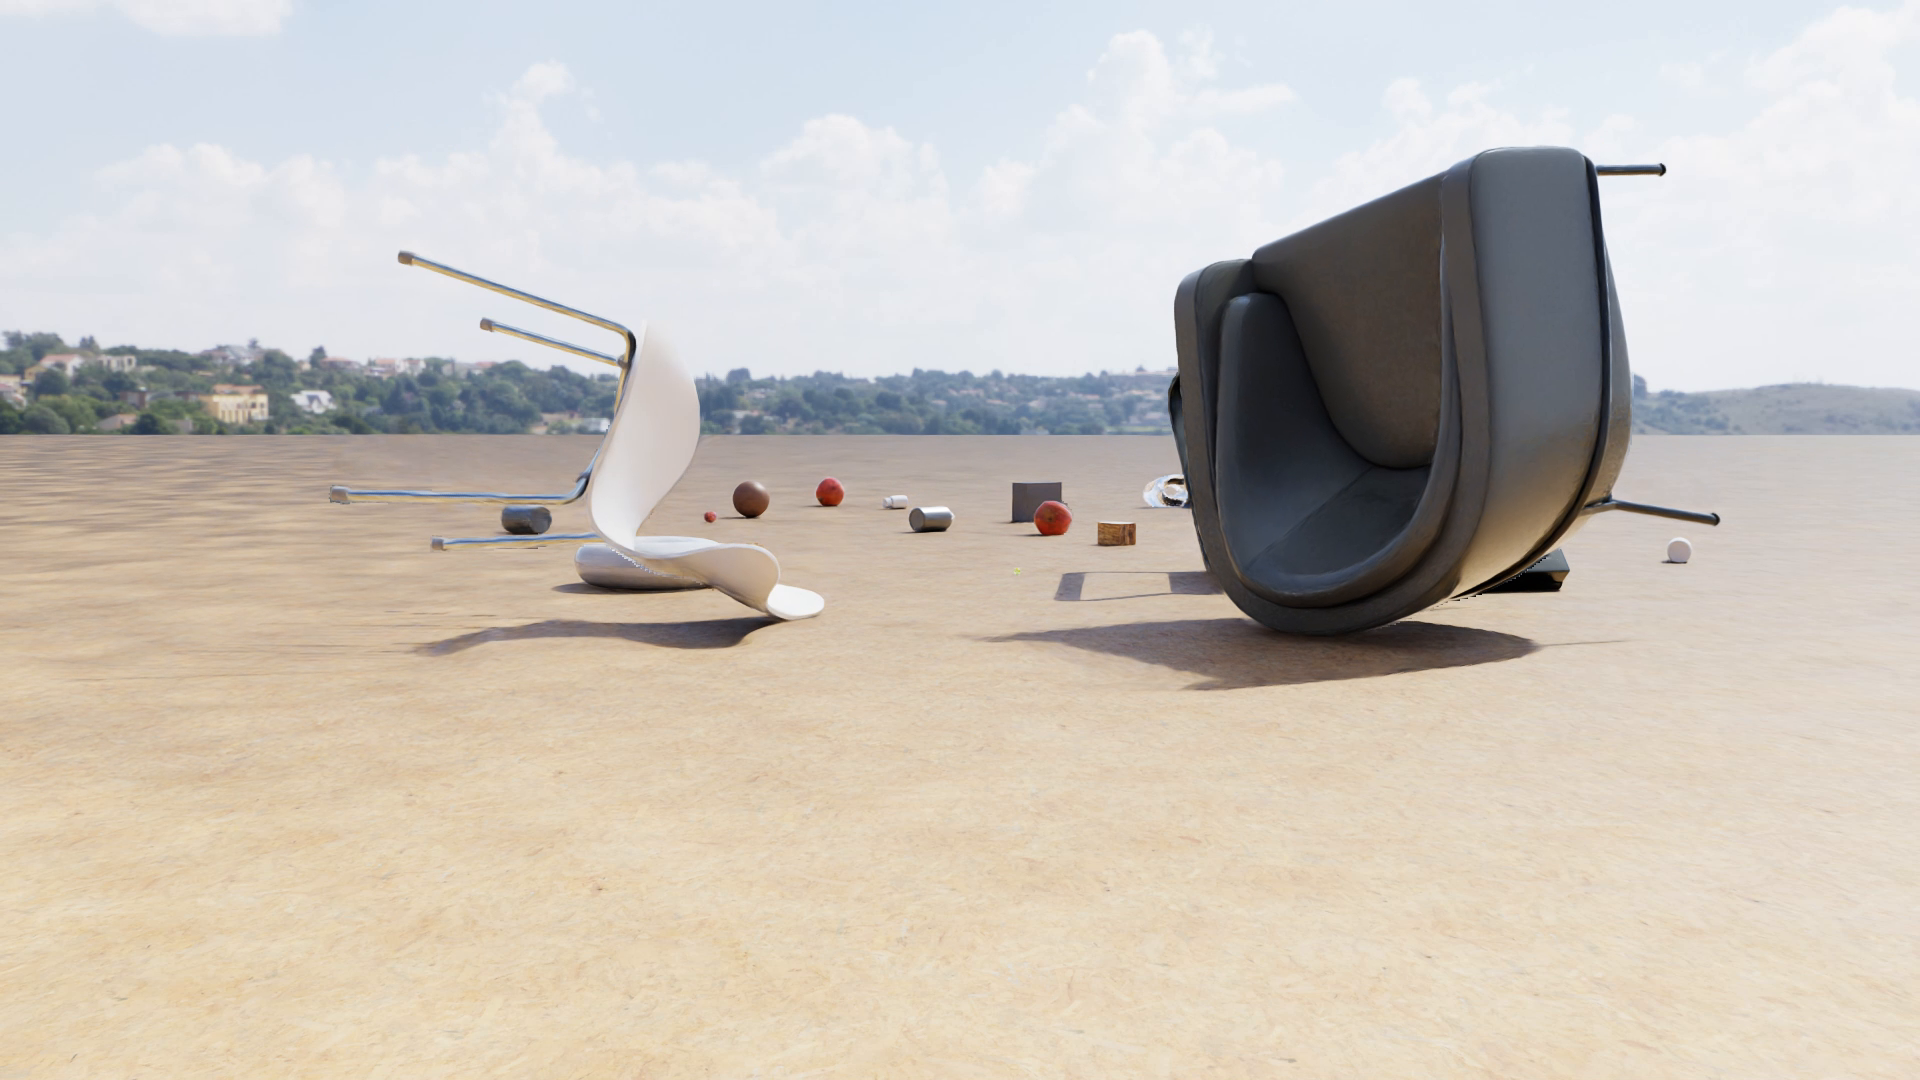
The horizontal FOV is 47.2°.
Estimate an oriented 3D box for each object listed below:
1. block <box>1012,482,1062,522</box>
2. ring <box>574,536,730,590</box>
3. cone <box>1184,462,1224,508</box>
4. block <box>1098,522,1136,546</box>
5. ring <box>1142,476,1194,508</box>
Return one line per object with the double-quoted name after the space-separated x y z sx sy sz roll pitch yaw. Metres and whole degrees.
0.262 -0.131 7.489 0.154 0.131 0.078 -3 5 -38 "block"
-0.703 0.051 5.035 0.353 0.106 0.387 2 3 10 "ring"
0.922 -0.214 8.315 0.157 0.185 0.133 0 4 -5 "cone"
0.452 -0.018 6.352 0.064 0.063 0.092 -3 5 -39 "block"
0.802 -0.185 8.380 0.240 0.123 0.085 -9 -7 -30 "ring"
